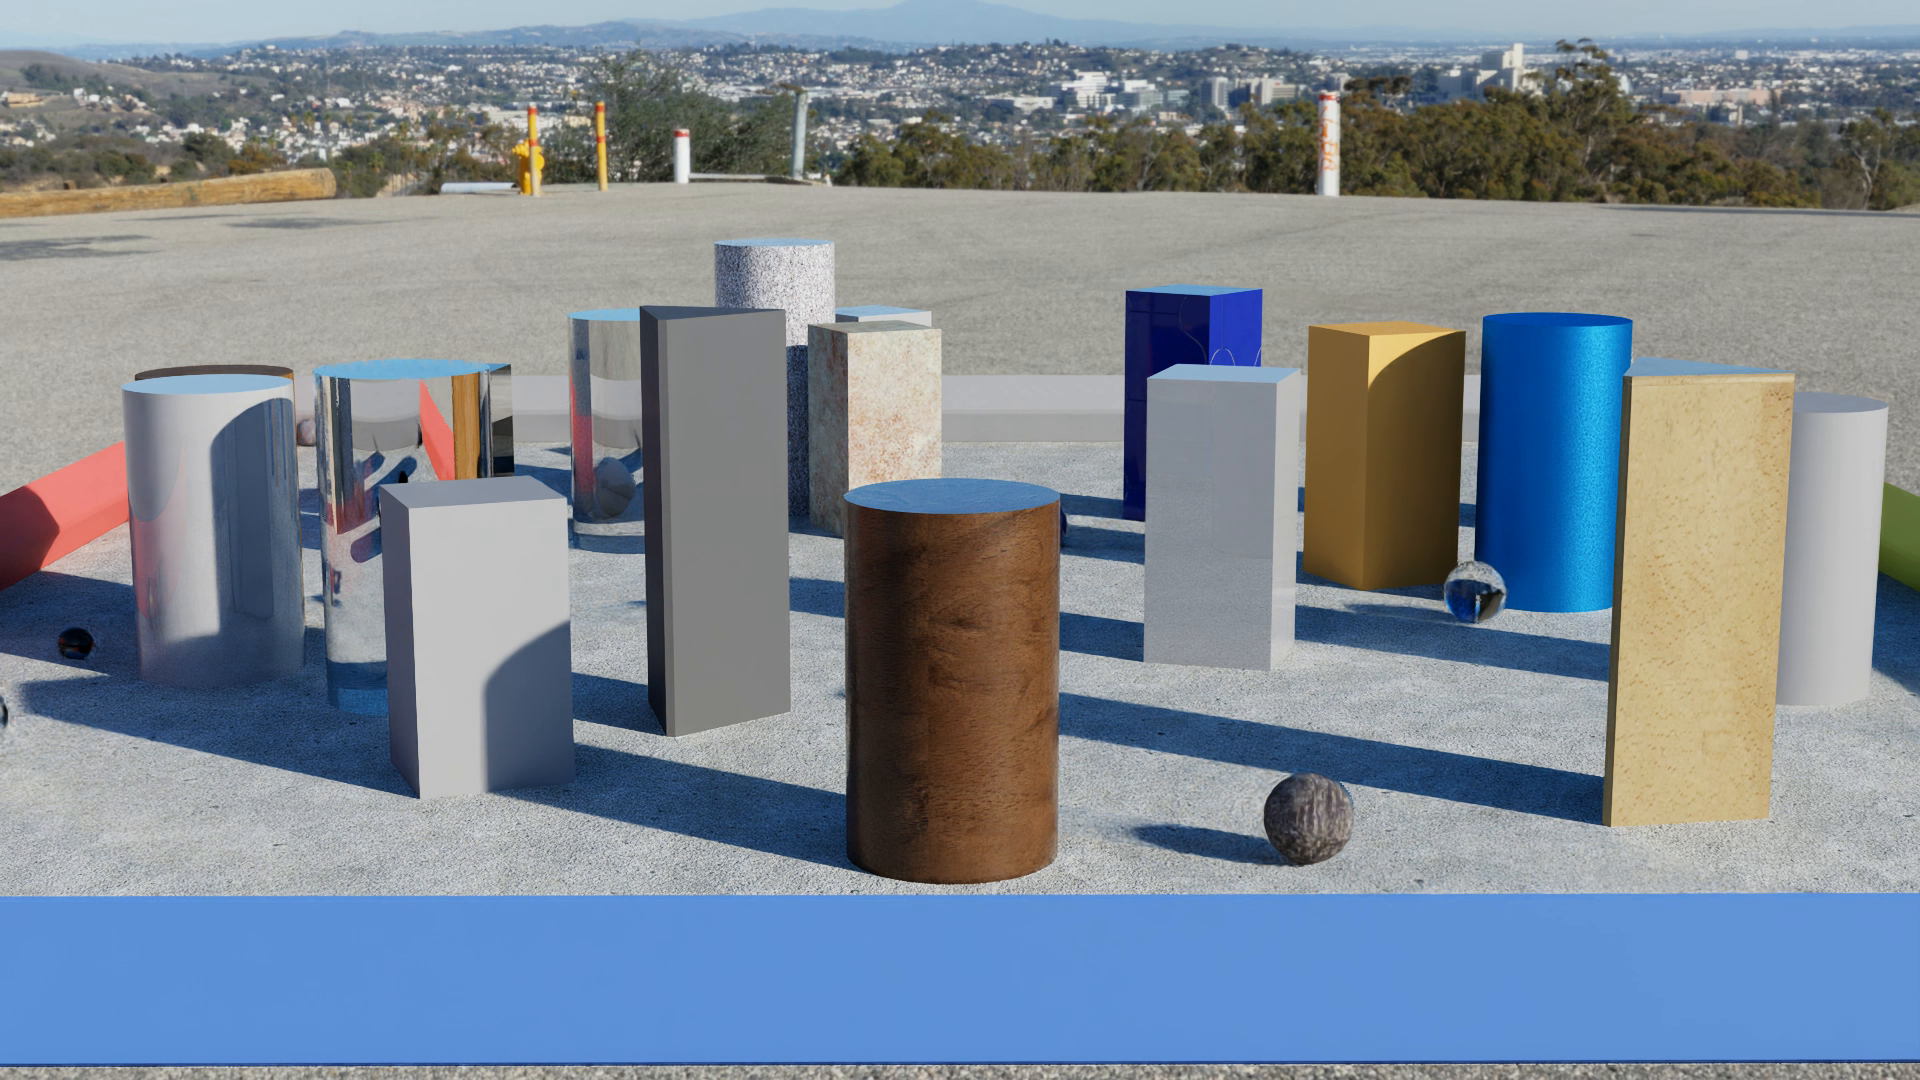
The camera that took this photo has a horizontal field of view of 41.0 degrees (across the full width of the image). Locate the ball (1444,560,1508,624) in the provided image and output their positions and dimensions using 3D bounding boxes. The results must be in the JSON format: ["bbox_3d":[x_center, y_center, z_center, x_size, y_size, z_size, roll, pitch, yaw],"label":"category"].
[{"bbox_3d":[0.681,0.068,3.390,0.083,0.083,0.083,0,10,0],"label":"ball"}]

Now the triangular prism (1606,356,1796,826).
[{"bbox_3d":[0.697,0.046,2.536,0.172,0.439,0.149,-2,11,-10],"label":"triangular prism"}]

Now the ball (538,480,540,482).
[{"bbox_3d":[-0.698,-0.067,4.178,0.064,0.064,0.064,0,10,0],"label":"ball"}]

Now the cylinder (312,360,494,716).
[{"bbox_3d":[-0.639,-0.007,2.971,0.199,0.384,0.199,0,10,0],"label":"cylinder"}]

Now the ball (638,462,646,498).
[{"bbox_3d":[-0.485,-0.101,4.264,0.098,0.098,0.098,0,10,0],"label":"ball"}]

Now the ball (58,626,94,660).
[{"bbox_3d":[-1.097,0.128,3.183,0.042,0.042,0.042,0,10,0],"label":"ball"}]

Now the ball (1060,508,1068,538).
[{"bbox_3d":[0.133,-0.025,3.947,0.064,0.064,0.064,0,10,0],"label":"ball"}]

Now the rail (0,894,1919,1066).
[{"bbox_3d":[0.009,0.319,1.903,2.695,0.129,0.045,0,10,0],"label":"rail"}]

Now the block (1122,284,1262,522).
[{"bbox_3d":[0.377,-0.220,4.157,0.159,0.371,0.159,8,13,37],"label":"block"}]

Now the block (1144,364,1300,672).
[{"bbox_3d":[0.327,-0.032,3.190,0.159,0.353,0.159,3,11,17],"label":"block"}]

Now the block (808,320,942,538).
[{"bbox_3d":[-0.136,-0.177,4.063,0.159,0.322,0.159,-5,12,-26],"label":"block"}]

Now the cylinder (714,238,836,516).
[{"bbox_3d":[-0.305,-0.272,4.252,0.199,0.440,0.199,0,10,0],"label":"cylinder"}]

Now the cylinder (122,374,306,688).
[{"bbox_3d":[-0.903,-0.015,3.109,0.199,0.350,0.199,0,10,0],"label":"cylinder"}]

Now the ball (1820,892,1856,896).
[{"bbox_3d":[0.685,0.321,1.993,0.094,0.094,0.094,0,10,0],"label":"ball"}]

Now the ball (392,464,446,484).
[{"bbox_3d":[-0.872,-0.076,4.140,0.095,0.095,0.095,0,10,0],"label":"ball"}]

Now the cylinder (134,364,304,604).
[{"bbox_3d":[-0.966,-0.053,3.357,0.199,0.333,0.199,0,10,0],"label":"cylinder"}]

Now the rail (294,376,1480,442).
[{"bbox_3d":[-0.009,-0.253,4.995,2.695,0.129,0.045,0,10,0],"label":"rail"}]

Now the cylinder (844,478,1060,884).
[{"bbox_3d":[-0.007,0.126,2.377,0.199,0.339,0.199,0,10,0],"label":"cylinder"}]

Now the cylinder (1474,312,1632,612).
[{"bbox_3d":[0.811,-0.110,3.520,0.199,0.386,0.199,0,10,0],"label":"cylinder"}]

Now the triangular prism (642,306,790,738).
[{"bbox_3d":[-0.307,-0.030,2.887,0.172,0.459,0.149,-10,14,-43],"label":"triangular prism"}]

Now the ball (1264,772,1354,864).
[{"bbox_3d":[0.323,0.257,2.371,0.084,0.084,0.084,0,10,0],"label":"ball"}]

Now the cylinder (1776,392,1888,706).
[{"bbox_3d":[0.978,0.006,3.022,0.199,0.340,0.199,0,10,0],"label":"cylinder"}]

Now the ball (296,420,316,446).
[{"bbox_3d":[-1.261,-0.207,4.966,0.052,0.052,0.052,0,10,0],"label":"ball"}]

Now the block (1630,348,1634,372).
[{"bbox_3d":[0.979,-0.168,4.087,0.159,0.295,0.159,2,11,10],"label":"block"}]

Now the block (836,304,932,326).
[{"bbox_3d":[-0.162,-0.255,4.539,0.159,0.301,0.159,-8,13,-38],"label":"block"}]

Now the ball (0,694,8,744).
[{"bbox_3d":[-1.051,0.190,2.691,0.099,0.099,0.099,0,10,0],"label":"ball"}]

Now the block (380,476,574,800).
[{"bbox_3d":[-0.500,0.096,2.654,0.159,0.297,0.159,-4,11,-22],"label":"block"}]

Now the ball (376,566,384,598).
[{"bbox_3d":[-0.747,0.054,3.472,0.081,0.081,0.081,0,10,0],"label":"ball"}]

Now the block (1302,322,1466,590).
[{"bbox_3d":[0.605,-0.124,3.674,0.159,0.359,0.159,-5,11,-24],"label":"block"}]

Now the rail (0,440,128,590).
[{"bbox_3d":[-1.324,0.035,3.441,0.045,0.129,3.192,0,10,0],"label":"rail"}]

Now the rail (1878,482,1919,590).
[{"bbox_3d":[1.324,0.032,3.456,0.045,0.129,3.192,0,10,0],"label":"rail"}]

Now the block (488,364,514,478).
[{"bbox_3d":[-0.774,-0.120,3.873,0.159,0.278,0.159,1,11,7],"label":"block"}]

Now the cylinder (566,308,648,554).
[{"bbox_3d":[-0.499,-0.170,3.938,0.199,0.353,0.199,0,10,0],"label":"cylinder"}]
